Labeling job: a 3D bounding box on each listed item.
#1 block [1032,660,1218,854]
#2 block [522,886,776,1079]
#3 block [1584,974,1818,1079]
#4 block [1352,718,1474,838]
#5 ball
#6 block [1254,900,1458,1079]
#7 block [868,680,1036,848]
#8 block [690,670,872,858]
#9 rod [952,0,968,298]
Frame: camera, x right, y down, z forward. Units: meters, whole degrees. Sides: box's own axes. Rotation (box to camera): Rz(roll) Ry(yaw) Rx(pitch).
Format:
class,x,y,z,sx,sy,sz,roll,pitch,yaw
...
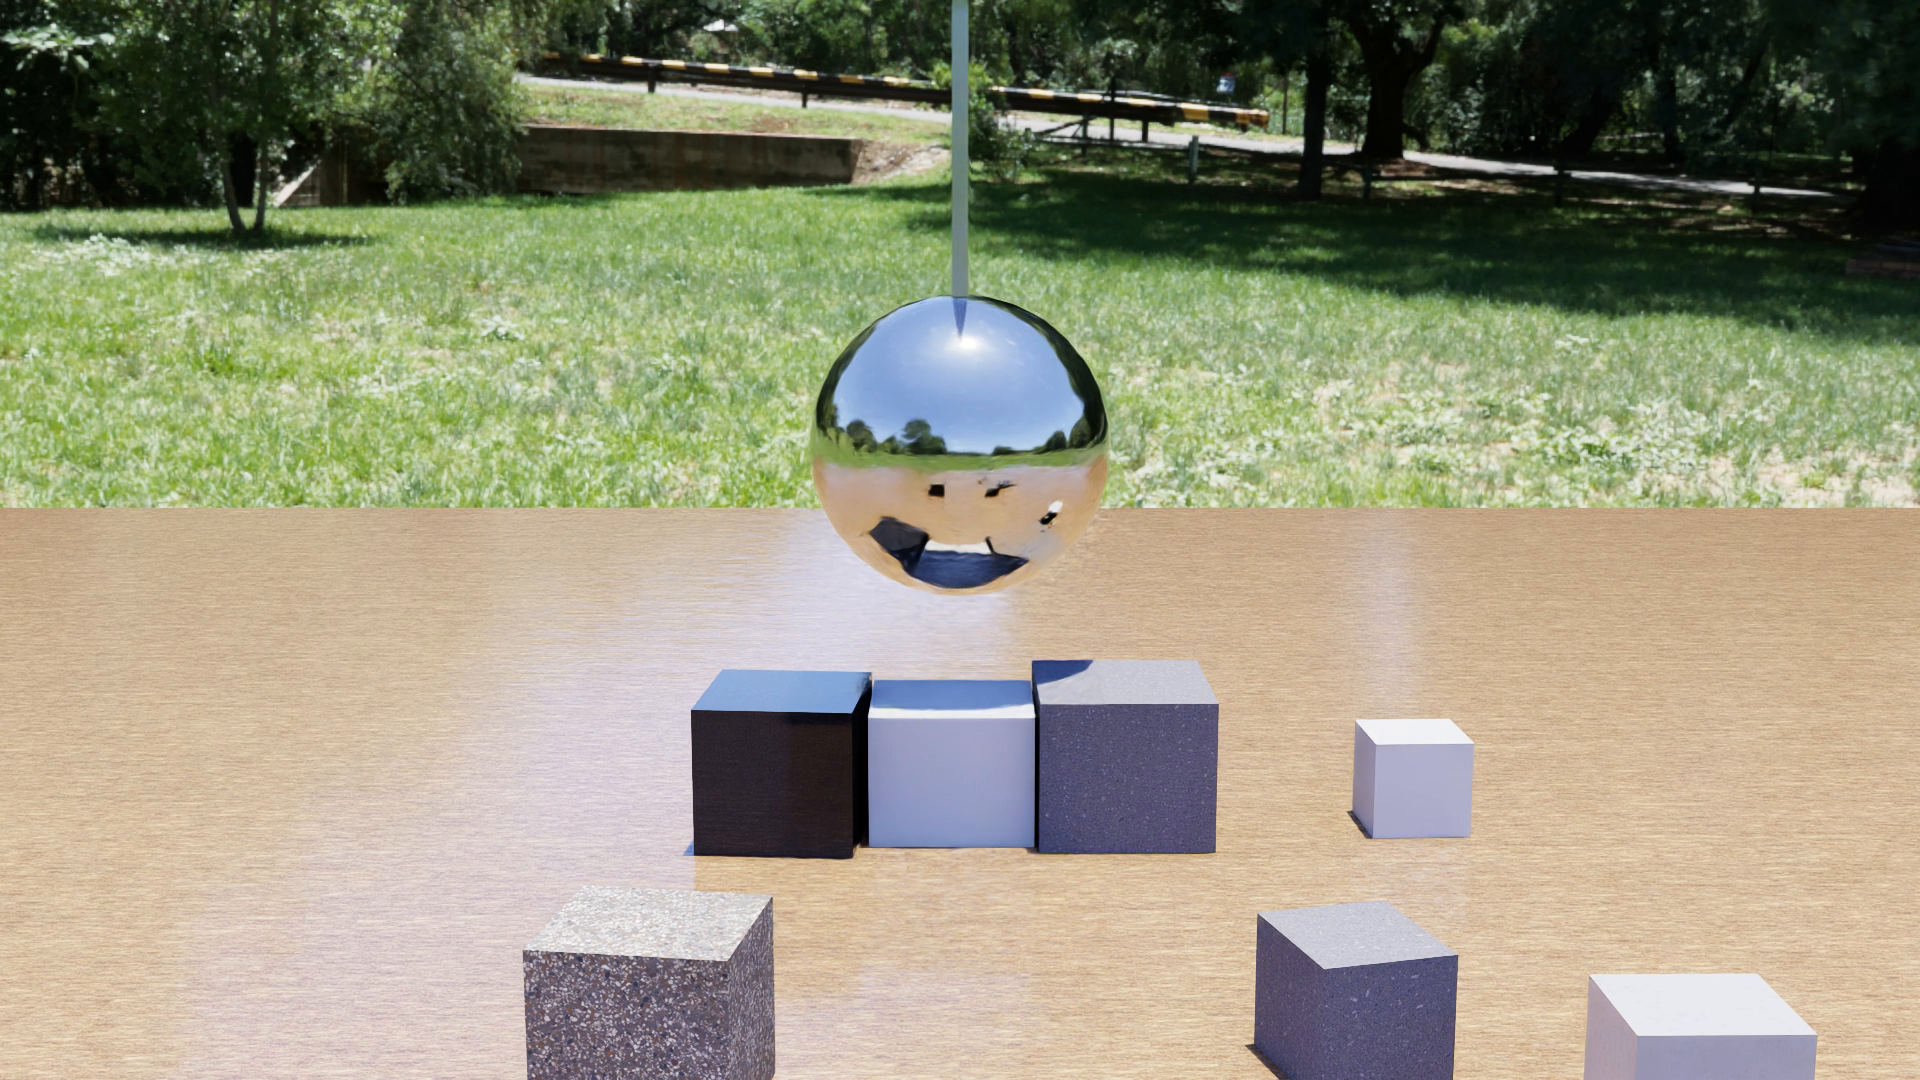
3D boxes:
class,x,y,z,sx,sy,sz,roll,pitch,yaw
block,0.831,1.103,11.357,0.881,0.767,0.923,0,10,-1
block,-1.118,1.734,8.050,0.737,0.709,0.684,2,10,8
block,2.597,1.882,7.768,0.613,0.517,0.555,0,10,-1
block,2.344,1.232,11.406,0.501,0.495,0.480,0,10,-3
ball,0.000,-0.500,11.660,1.600,1.600,1.600,0,10,0
block,1.499,1.757,8.391,0.539,0.540,0.615,-3,11,-15
block,-0.041,1.145,11.388,0.832,0.672,0.773,0,10,0
block,-0.894,1.131,11.269,0.799,0.743,0.850,1,10,4
rod,0.000,-3.773,10.741,0.080,5.200,0.080,0,16,0
